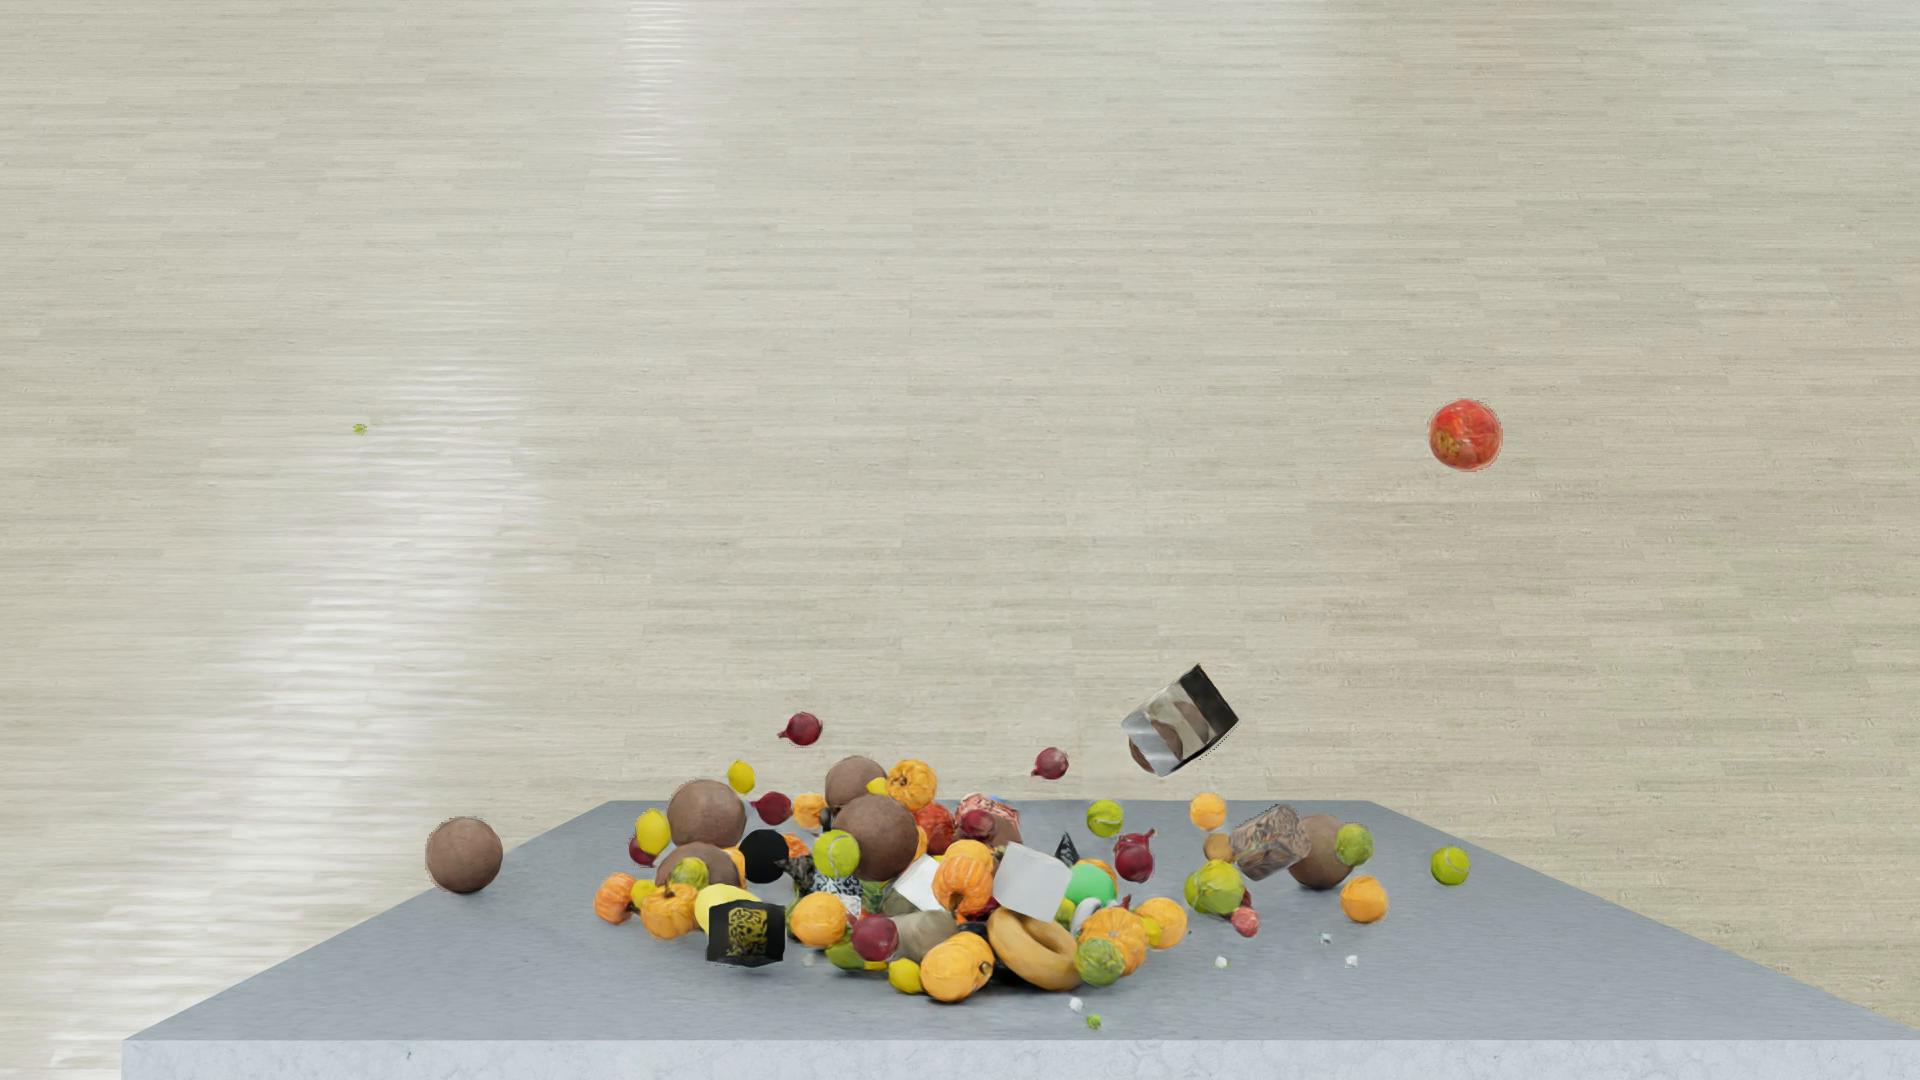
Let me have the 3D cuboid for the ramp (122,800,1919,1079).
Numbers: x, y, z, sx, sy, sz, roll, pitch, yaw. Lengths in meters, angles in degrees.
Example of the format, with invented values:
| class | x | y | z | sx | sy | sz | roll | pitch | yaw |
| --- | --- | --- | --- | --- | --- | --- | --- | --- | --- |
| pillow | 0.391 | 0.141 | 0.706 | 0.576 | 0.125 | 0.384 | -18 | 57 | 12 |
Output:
| class | x | y | z | sx | sy | sz | roll | pitch | yaw |
| --- | --- | --- | --- | --- | --- | --- | --- | --- | --- |
| ramp | 0.078 | 0.669 | 4.853 | 2.000 | 0.100 | 4.000 | 0 | -2 | 0 |

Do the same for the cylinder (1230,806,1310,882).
| class | x | y | z | sx | sy | sz | roll | pitch | yaw |
| --- | --- | --- | --- | --- | --- | --- | --- | --- | --- |
| cylinder | 0.489 | 0.479 | 4.097 | 0.090 | 0.090 | 0.090 | -33 | 23 | 30 |

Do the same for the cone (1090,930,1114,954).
| class | x | y | z | sx | sy | sz | roll | pitch | yaw |
| --- | --- | --- | --- | --- | --- | --- | --- | --- | --- |
| cone | 0.191 | 0.550 | 3.649 | 0.054 | 0.054 | 0.054 | 1 | 0 | 0 |

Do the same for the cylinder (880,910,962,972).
| class | x | y | z | sx | sy | sz | roll | pitch | yaw |
| --- | --- | --- | --- | --- | --- | --- | --- | --- | --- |
| cylinder | -0.051 | 0.509 | 3.297 | 0.074 | 0.074 | 0.074 | -17 | 15 | 49 |

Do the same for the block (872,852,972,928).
| class | x | y | z | sx | sy | sz | roll | pitch | yaw |
| --- | --- | --- | --- | --- | --- | --- | --- | --- | --- |
| block | -0.050 | 0.483 | 3.433 | 0.081 | 0.081 | 0.081 | 37 | 44 | 12 |

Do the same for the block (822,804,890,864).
| class | x | y | z | sx | sy | sz | roll | pitch | yaw |
| --- | --- | --- | --- | --- | --- | --- | --- | --- | --- |
| block | -0.174 | 0.490 | 4.335 | 0.091 | 0.091 | 0.091 | -3 | -4 | 12 |

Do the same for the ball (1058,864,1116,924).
| class | x | y | z | sx | sy | sz | roll | pitch | yaw |
| --- | --- | --- | --- | --- | --- | --- | --- | --- | --- |
| ball | 0.189 | 0.539 | 3.936 | 0.096 | 0.096 | 0.096 | 0 | 35 | 0 |

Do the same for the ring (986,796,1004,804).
| class | x | y | z | sx | sy | sz | roll | pitch | yaw |
| --- | --- | --- | --- | --- | --- | --- | --- | --- | --- |
| ring | 0.078 | 0.582 | 5.527 | 0.028 | 0.084 | 0.084 | -35 | 29 | 22 |

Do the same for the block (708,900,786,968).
| class | x | y | z | sx | sy | sz | roll | pitch | yaw |
| --- | --- | --- | --- | --- | --- | --- | --- | --- | --- |
| block | -0.281 | 0.518 | 3.417 | 0.072 | 0.072 | 0.072 | 16 | 66 | -36 |

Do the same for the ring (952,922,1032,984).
| class | x | y | z | sx | sy | sz | roll | pitch | yaw |
| --- | --- | --- | --- | --- | --- | --- | --- | --- | --- |
| ring | 0.047 | 0.531 | 3.341 | 0.139 | 0.046 | 0.139 | 13 | 10 | -2 |

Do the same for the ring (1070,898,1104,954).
| class | x | y | z | sx | sy | sz | roll | pitch | yaw |
| --- | --- | --- | --- | --- | --- | --- | --- | --- | --- |
| ring | 0.176 | 0.532 | 3.580 | 0.027 | 0.081 | 0.081 | 11 | 36 | 24 |

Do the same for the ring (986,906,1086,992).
| class | x | y | z | sx | sy | sz | roll | pitch | yaw |
| --- | --- | --- | --- | --- | --- | --- | --- | --- | --- |
| ring | 0.096 | 0.513 | 3.270 | 0.142 | 0.047 | 0.142 | 30 | 16 | -10 |

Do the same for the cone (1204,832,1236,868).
| class | x | y | z | sx | sy | sz | roll | pitch | yaw |
| --- | --- | --- | --- | --- | --- | --- | --- | --- | --- |
| cone | 0.433 | 0.535 | 4.404 | 0.062 | 0.062 | 0.062 | 14 | 18 | 19 |

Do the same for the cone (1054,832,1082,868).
| class | x | y | z | sx | sy | sz | roll | pitch | yaw |
| --- | --- | --- | --- | --- | --- | --- | --- | --- | --- |
| cone | 0.186 | 0.559 | 4.556 | 0.098 | 0.098 | 0.098 | 0 | -2 | 0 |

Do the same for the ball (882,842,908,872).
| class | x | y | z | sx | sy | sz | roll | pitch | yaw |
| --- | --- | --- | --- | --- | --- | --- | --- | --- | --- |
| ball | -0.127 | 0.588 | 4.824 | 0.058 | 0.058 | 0.058 | 0 | 35 | 0 |

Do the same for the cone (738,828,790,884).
| class | x | y | z | sx | sy | sz | roll | pitch | yaw |
| --- | --- | --- | --- | --- | --- | --- | --- | --- | --- |
| cone | -0.343 | 0.519 | 4.305 | 0.092 | 0.092 | 0.092 | -19 | 8 | -25 |

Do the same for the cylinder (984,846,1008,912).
| class | x | y | z | sx | sy | sz | roll | pitch | yaw |
| --- | --- | --- | --- | --- | --- | --- | --- | --- | --- |
| cylinder | 0.092 | 0.538 | 4.087 | 0.092 | 0.092 | 0.092 | 11 | 2 | 0 |

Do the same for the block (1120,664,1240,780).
| class | x | y | z | sx | sy | sz | roll | pitch | yaw |
| --- | --- | --- | --- | --- | --- | --- | --- | --- | --- |
| block | 0.305 | 0.252 | 3.608 | 0.098 | 0.098 | 0.098 | 53 | 39 | 2 |

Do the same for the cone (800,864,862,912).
| class | x | y | z | sx | sy | sz | roll | pitch | yaw |
| --- | --- | --- | --- | --- | --- | --- | --- | --- | --- |
| cone | -0.196 | 0.552 | 3.935 | 0.097 | 0.097 | 0.097 | -1 | 12 | -2 |

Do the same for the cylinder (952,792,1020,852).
| class | x | y | z | sx | sy | sz | roll | pitch | yaw |
| --- | --- | --- | --- | --- | --- | --- | --- | --- | --- |
| cylinder | 0.049 | 0.532 | 4.888 | 0.091 | 0.091 | 0.091 | 21 | 40 | 29 |

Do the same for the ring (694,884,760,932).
| class | x | y | z | sx | sy | sz | roll | pitch | yaw |
| --- | --- | --- | --- | --- | --- | --- | --- | --- | --- |
| ring | -0.306 | 0.529 | 3.605 | 0.137 | 0.046 | 0.137 | 31 | 14 | -9 |

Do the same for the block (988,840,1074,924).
| class | x | y | z | sx | sy | sz | roll | pitch | yaw |
| --- | --- | --- | --- | --- | --- | --- | --- | --- | --- |
| block | 0.089 | 0.432 | 3.280 | 0.071 | 0.071 | 0.071 | 23 | 1 | -14 |

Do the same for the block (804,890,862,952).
| class | x | y | z | sx | sy | sz | roll | pitch | yaw |
| --- | --- | --- | --- | --- | --- | --- | --- | --- | --- |
| block | -0.177 | 0.529 | 3.600 | 0.065 | 0.065 | 0.065 | 9 | 68 | -8 |
